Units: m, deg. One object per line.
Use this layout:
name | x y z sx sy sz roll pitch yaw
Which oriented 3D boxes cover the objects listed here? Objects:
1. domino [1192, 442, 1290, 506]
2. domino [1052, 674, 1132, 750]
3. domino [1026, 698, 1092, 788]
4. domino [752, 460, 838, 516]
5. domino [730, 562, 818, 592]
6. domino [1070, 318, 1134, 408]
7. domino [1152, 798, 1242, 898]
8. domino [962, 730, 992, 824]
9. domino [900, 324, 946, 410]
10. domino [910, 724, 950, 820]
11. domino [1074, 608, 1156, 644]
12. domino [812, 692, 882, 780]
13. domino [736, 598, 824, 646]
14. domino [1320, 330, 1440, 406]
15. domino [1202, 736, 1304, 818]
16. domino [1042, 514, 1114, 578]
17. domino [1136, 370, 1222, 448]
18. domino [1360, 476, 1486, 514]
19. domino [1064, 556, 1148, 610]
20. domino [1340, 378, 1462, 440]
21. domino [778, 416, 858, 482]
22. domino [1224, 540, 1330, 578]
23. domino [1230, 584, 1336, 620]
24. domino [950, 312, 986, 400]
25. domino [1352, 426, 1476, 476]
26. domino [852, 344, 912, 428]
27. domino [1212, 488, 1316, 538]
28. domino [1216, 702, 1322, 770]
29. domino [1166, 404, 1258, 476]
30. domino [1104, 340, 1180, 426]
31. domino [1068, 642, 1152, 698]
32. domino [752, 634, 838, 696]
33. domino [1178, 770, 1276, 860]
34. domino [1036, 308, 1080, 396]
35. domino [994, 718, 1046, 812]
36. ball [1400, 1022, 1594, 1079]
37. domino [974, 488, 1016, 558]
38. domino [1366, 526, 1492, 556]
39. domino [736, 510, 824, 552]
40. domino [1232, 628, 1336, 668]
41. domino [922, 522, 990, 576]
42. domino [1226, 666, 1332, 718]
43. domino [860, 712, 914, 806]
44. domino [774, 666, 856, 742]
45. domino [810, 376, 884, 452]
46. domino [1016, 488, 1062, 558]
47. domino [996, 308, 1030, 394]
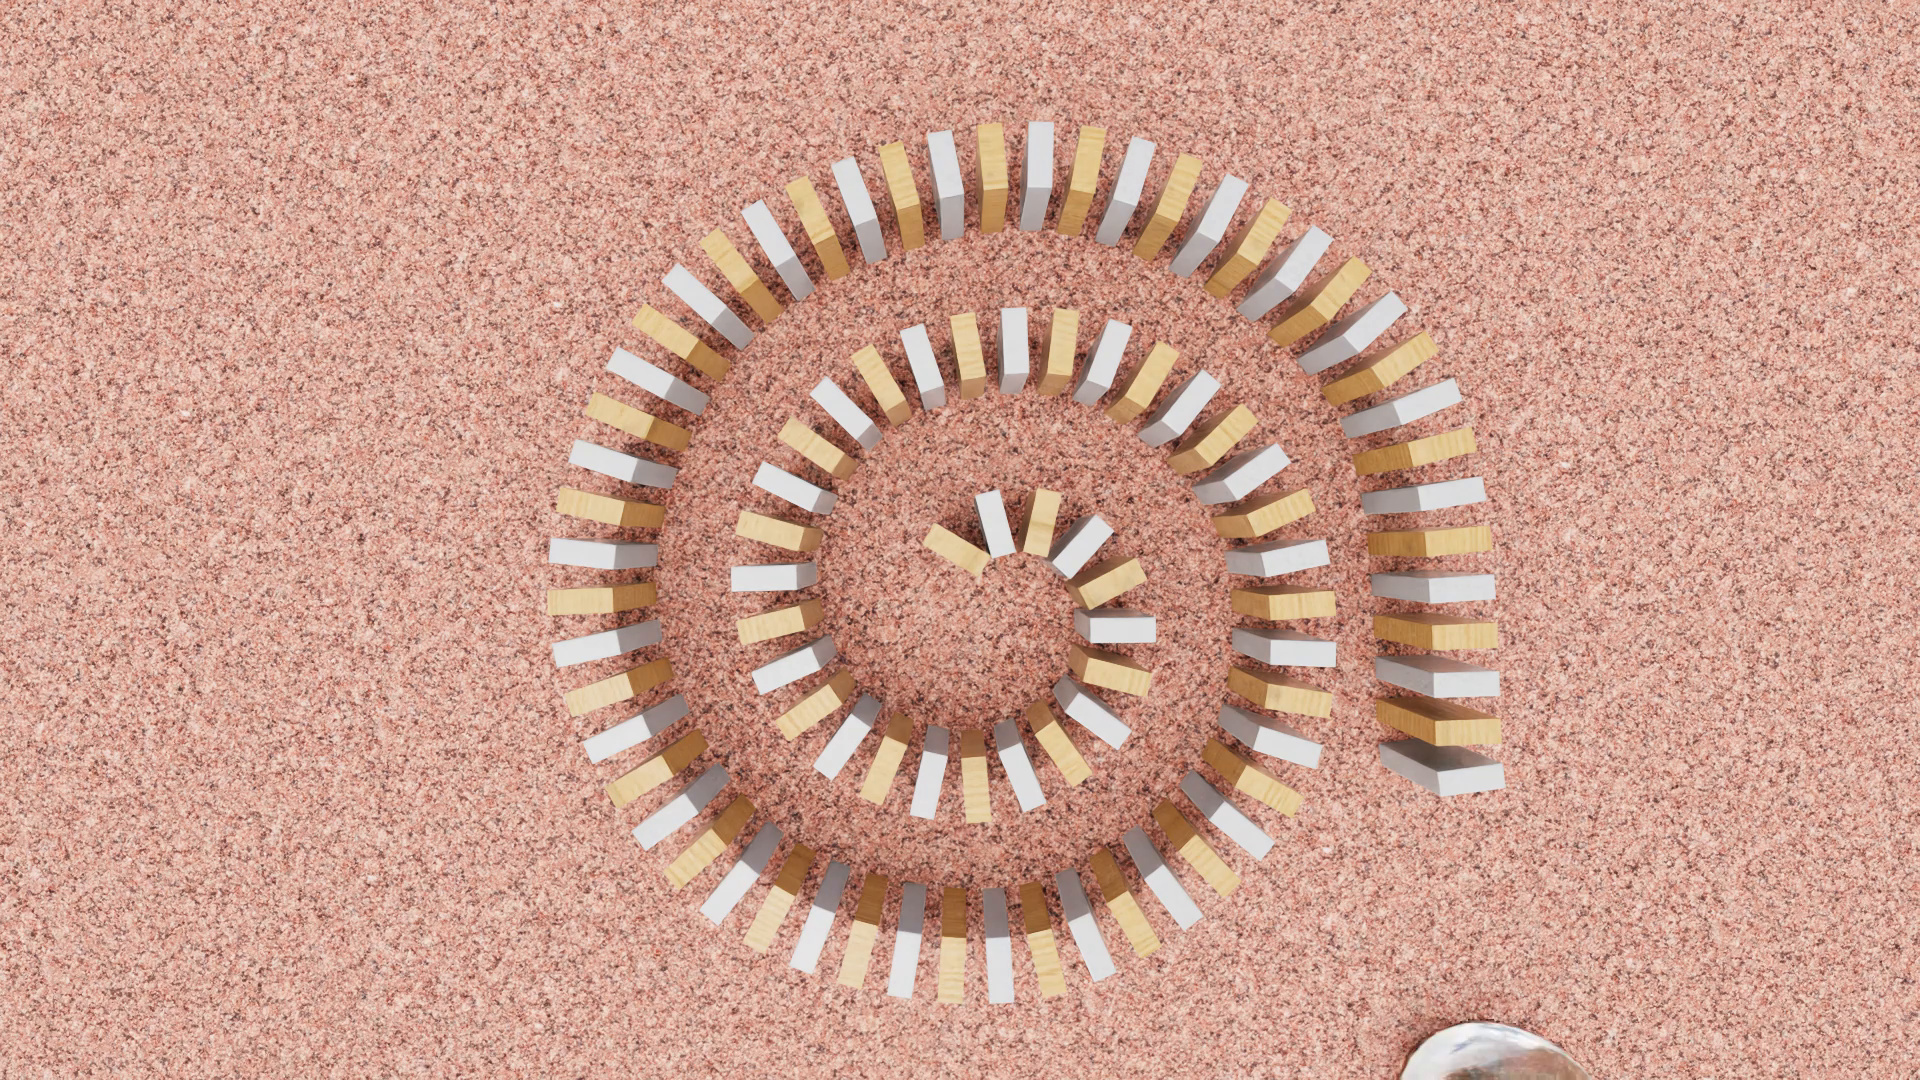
domino | 0.114 -0.026 0.375 0.025 0.050 0.009 -36 90 0
domino | 0.053 0.069 0.375 0.025 0.050 0.009 36 90 0
domino | 0.040 0.082 0.375 0.009 0.050 0.025 -36 90 0
domino | -0.066 -0.021 0.375 0.025 0.050 0.009 26 90 0
domino | -0.075 0.015 0.375 0.025 0.050 0.009 -2 90 0
domino | 0.057 -0.071 0.375 0.009 0.050 0.025 21 90 0
domino | 0.096 0.125 0.375 0.010 0.050 0.025 -44 90 0
domino | 0.006 0.095 0.375 0.010 0.050 0.025 -5 90 0
domino | -0.015 -0.070 0.375 0.009 0.050 0.025 -19 90 0
domino | -0.012 0.094 0.375 0.010 0.050 0.025 13 90 0
domino | 0.062 0.034 0.375 0.025 0.050 0.009 -1 90 0
domino | -0.045 0.079 0.375 0.010 0.050 0.025 36 90 0
domino | -0.072 0.033 0.375 0.025 0.050 0.010 -14 90 0
domino | 0.170 -0.069 0.375 0.025 0.050 0.010 -34 90 0
domino | 0.118 0.096 0.375 0.025 0.050 0.010 29 90 0
domino | 0.047 0.003 0.375 0.009 0.050 0.025 42 90 0
domino | 0.088 -0.053 0.375 0.009 0.050 0.025 39 90 0
domino | 0.188 -0.018 0.375 0.025 0.050 0.010 -9 90 0
domino | 0.058 0.017 0.375 0.025 0.050 0.009 -28 90 0
domino | 0.179 -0.053 0.375 0.025 0.050 0.010 -22 90 0
domino | -0.057 -0.036 0.375 0.025 0.050 0.010 35 90 0
domino | 0.128 0.007 0.375 0.025 0.050 0.009 -12 90 0
domino | 0.131 0.025 0.375 0.025 0.050 0.010 -4 90 0
domino | 0.003 -0.074 0.375 0.009 0.050 0.025 -11 90 0
domino | 0.184 -0.036 0.375 0.025 0.050 0.010 -14 90 0
domino | -0.031 -0.062 0.375 0.010 0.050 0.025 -31 90 0
domino | 0.123 -0.010 0.375 0.025 0.050 0.010 -24 90 0
domino | 0.125 0.079 0.375 0.025 0.050 0.009 17 90 0
domino | 0.102 -0.040 0.375 0.025 0.050 0.010 -44 90 0
domino | 0.074 -0.063 0.375 0.010 0.050 0.025 31 90 0
domino | 0.060 0.053 0.375 0.025 0.050 0.009 14 90 0
domino | -0.067 0.050 0.375 0.025 0.050 0.010 -23 90 0
domino | 0.108 0.111 0.375 0.025 0.050 0.010 39 90 0
domino | 0.039 -0.076 0.375 0.010 0.050 0.025 7 90 0
domino | 0.024 0.091 0.375 0.009 0.050 0.025 -23 90 0
ball | 0.215 0.234 0.360 0.080 0.080 0.080 0 90 0
domino | 0.014 -0.006 0.375 0.010 0.050 0.025 -15 90 0
domino | 0.190 0.000 0.375 0.025 0.050 0.009 -6 90 0
domino | -0.073 -0.003 0.375 0.025 0.050 0.010 15 90 0
domino | 0.131 0.043 0.375 0.025 0.050 0.010 2 90 0
domino | -0.001 0.004 0.375 0.025 0.050 0.010 30 90 0
domino | 0.129 0.062 0.375 0.025 0.050 0.010 9 90 0
domino | -0.029 0.088 0.375 0.010 0.050 0.025 23 90 0
domino | -0.058 0.066 0.375 0.025 0.050 0.010 -35 90 0
domino | -0.045 -0.050 0.375 0.025 0.050 0.009 44 90 0
domino | 0.032 -0.007 0.375 0.010 0.050 0.025 13 90 0
domino | 0.021 -0.076 0.375 0.009 0.050 0.025 -3 90 0
